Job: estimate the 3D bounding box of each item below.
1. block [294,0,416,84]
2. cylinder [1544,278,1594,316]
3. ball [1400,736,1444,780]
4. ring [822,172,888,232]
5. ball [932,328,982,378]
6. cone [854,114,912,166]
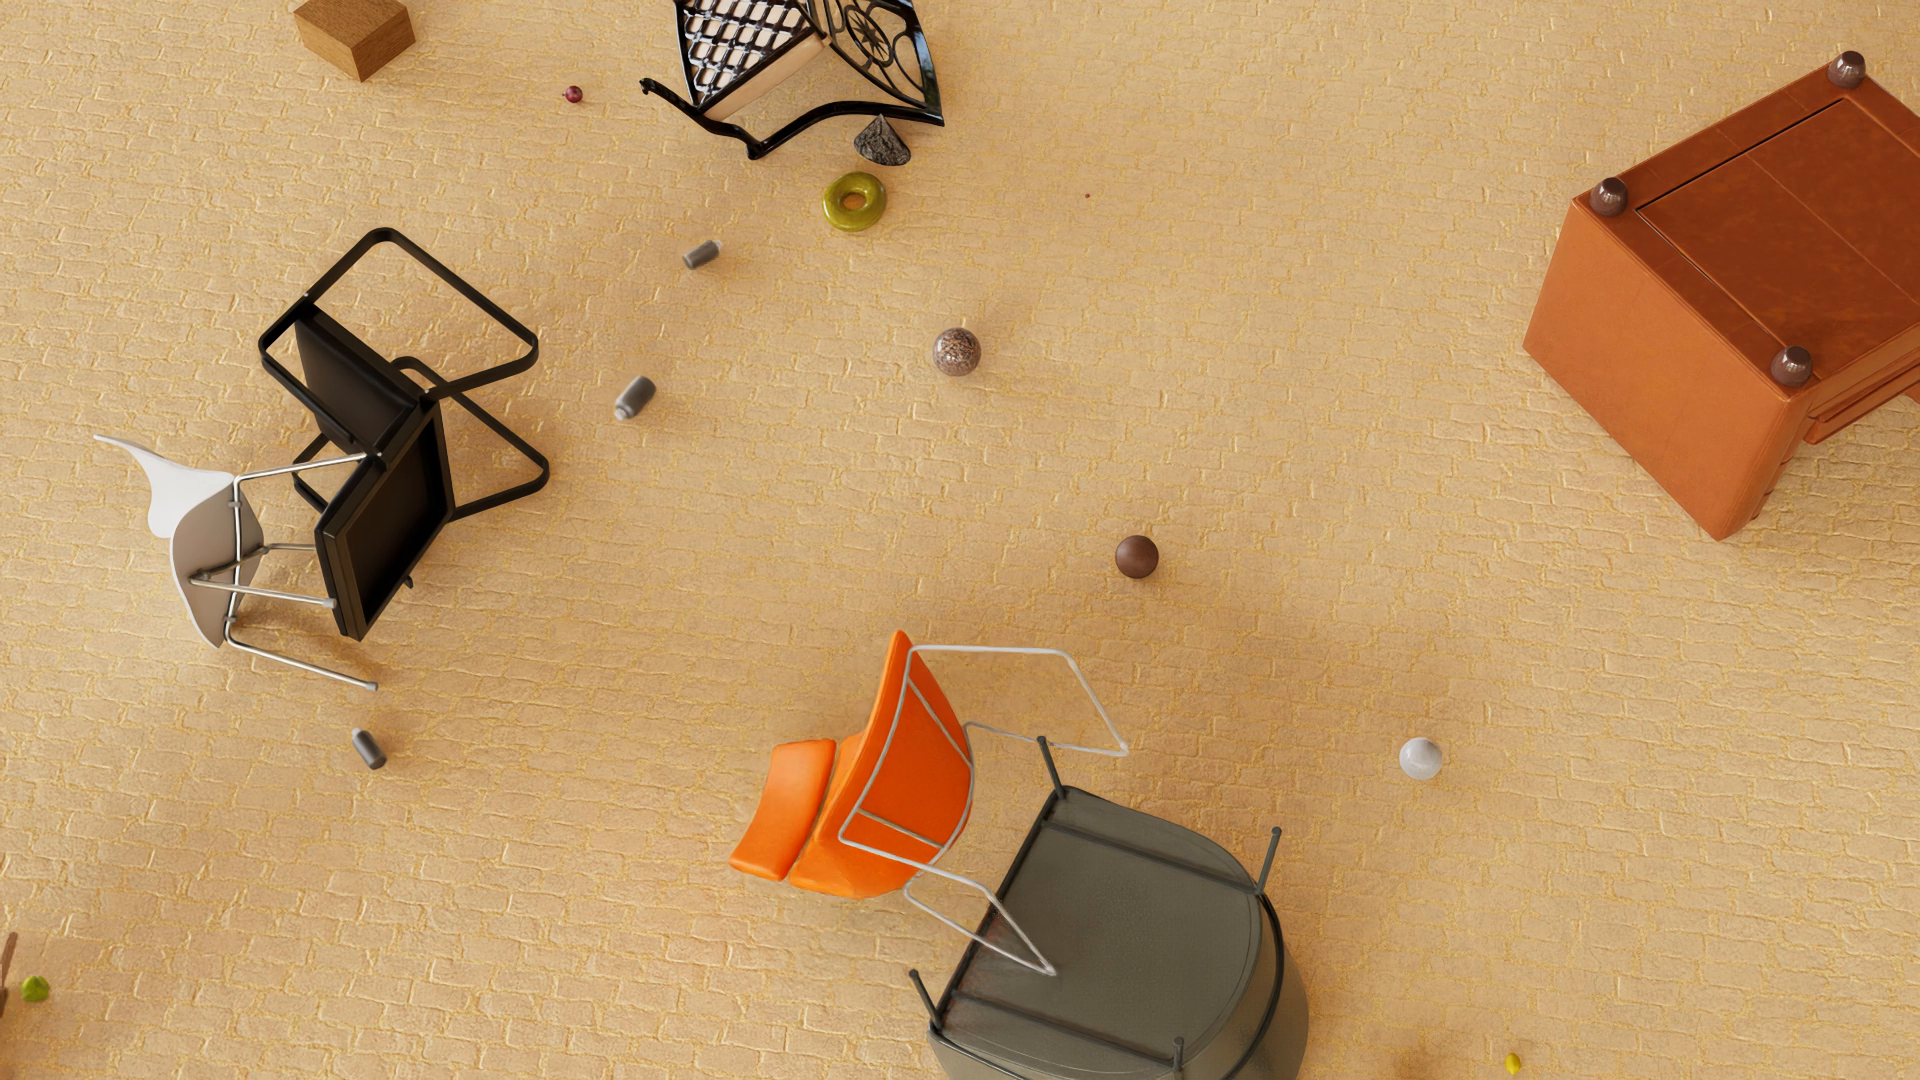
[{"bbox_3d":[-2.113,-1.792,7.679,0.289,0.162,0.261,33,62,20],"label":"block"},{"bbox_3d":[1.940,-0.773,7.010,0.090,0.153,0.084,-28,91,-17],"label":"cylinder"},{"bbox_3d":[1.278,0.606,6.096,0.119,0.119,0.119,0,56,0],"label":"ball"},{"bbox_3d":[-0.350,-1.122,7.290,0.216,0.062,0.261,11,56,6],"label":"ring"},{"bbox_3d":[-0.010,-0.587,6.873,0.157,0.157,0.157,0,56,0],"label":"ball"},{"bbox_3d":[-0.263,-1.374,7.393,0.215,0.171,0.133,26,60,16],"label":"cone"}]
